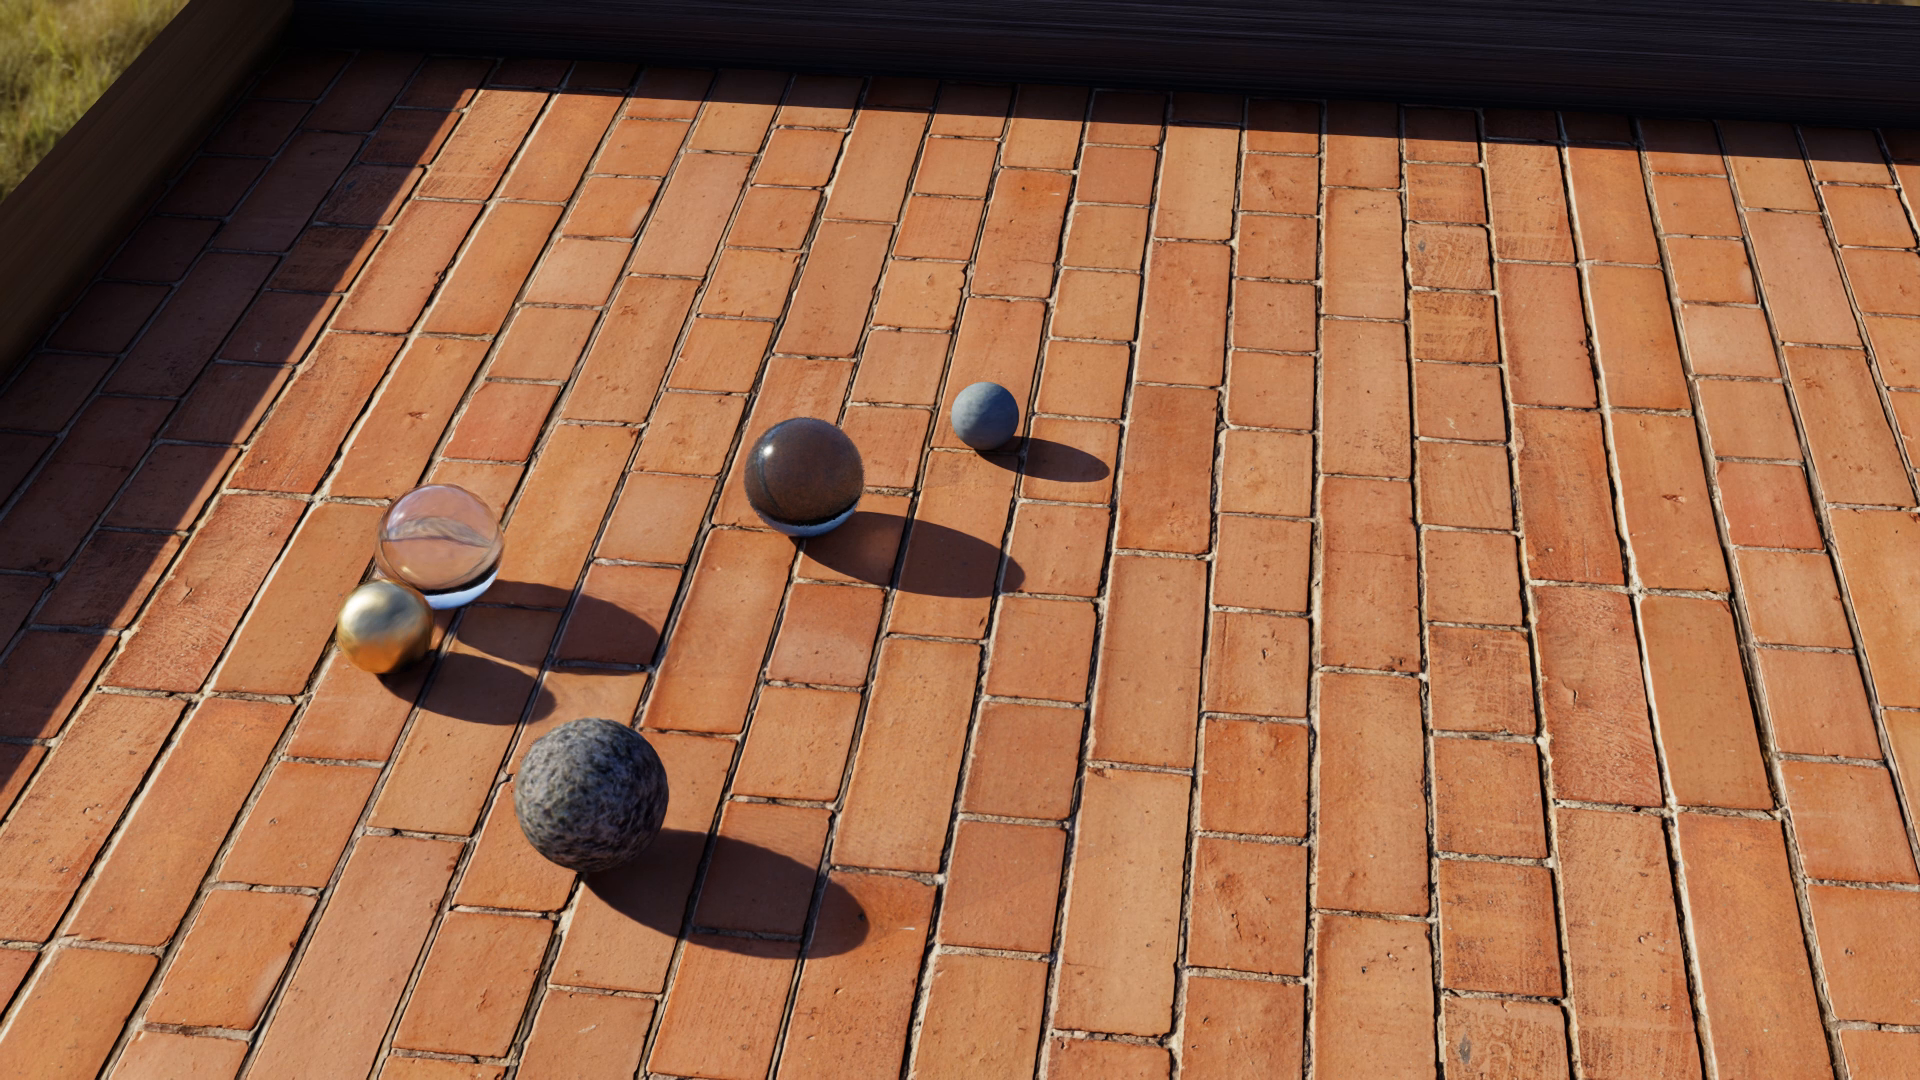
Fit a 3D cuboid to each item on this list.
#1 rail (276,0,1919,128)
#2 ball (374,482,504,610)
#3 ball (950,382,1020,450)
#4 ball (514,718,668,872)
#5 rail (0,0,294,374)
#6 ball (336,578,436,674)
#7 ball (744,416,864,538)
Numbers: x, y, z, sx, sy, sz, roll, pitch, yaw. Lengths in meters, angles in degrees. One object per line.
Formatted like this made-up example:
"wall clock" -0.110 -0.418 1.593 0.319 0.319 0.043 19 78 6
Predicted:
"rail" 0.928 -0.444 2.466 3.321 0.126 0.045 4 35 6
"ball" -0.375 0.005 1.850 0.092 0.092 0.092 0 35 0
"ball" 0.020 -0.098 2.032 0.054 0.054 0.054 0 35 0
"ball" -0.233 0.161 1.620 0.097 0.097 0.097 0 35 0
"rail" -0.801 -0.074 1.932 0.045 0.126 1.758 4 35 6
"ball" -0.401 0.060 1.791 0.067 0.067 0.067 0 35 0
"ball" -0.117 -0.047 1.926 0.091 0.091 0.091 0 35 0
